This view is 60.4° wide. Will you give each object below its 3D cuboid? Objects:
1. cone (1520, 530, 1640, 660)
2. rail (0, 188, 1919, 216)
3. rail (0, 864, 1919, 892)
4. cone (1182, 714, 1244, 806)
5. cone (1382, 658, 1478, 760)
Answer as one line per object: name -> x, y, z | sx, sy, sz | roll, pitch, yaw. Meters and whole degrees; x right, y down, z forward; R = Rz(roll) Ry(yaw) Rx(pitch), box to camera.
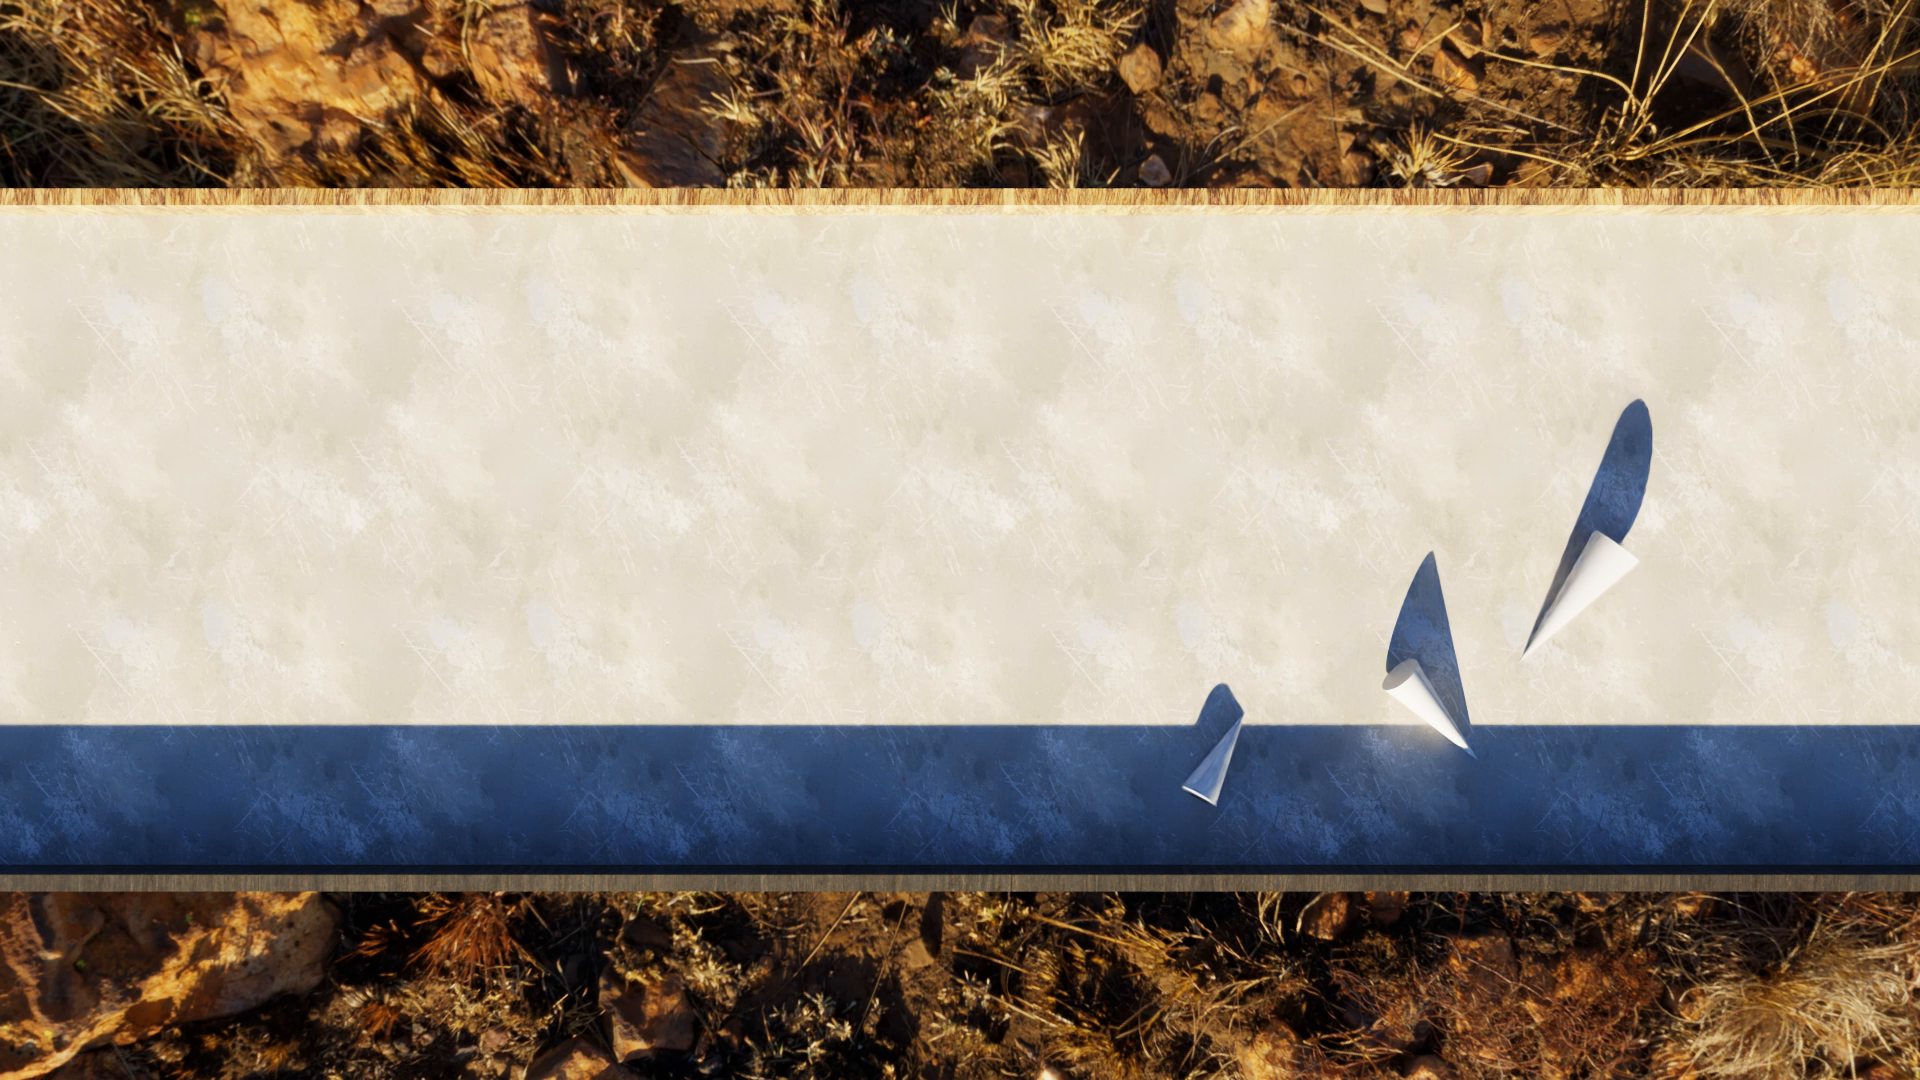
cone -> 1.856, 0.197, 5.037 | 0.159, 0.159, 0.457 | 37, 100, 0
rail -> -2.247, -1.025, 5.002 | 12.000, 0.150, 0.050 | 0, 90, 0
rail -> -2.247, 1.025, 5.001 | 12.000, 0.150, 0.050 | 0, 90, 0
cone -> 0.802, 0.654, 5.048 | 0.117, 0.117, 0.300 | 31, 79, 0
cone -> 1.467, 0.545, 5.044 | 0.133, 0.133, 0.384 | -44, 100, 0
